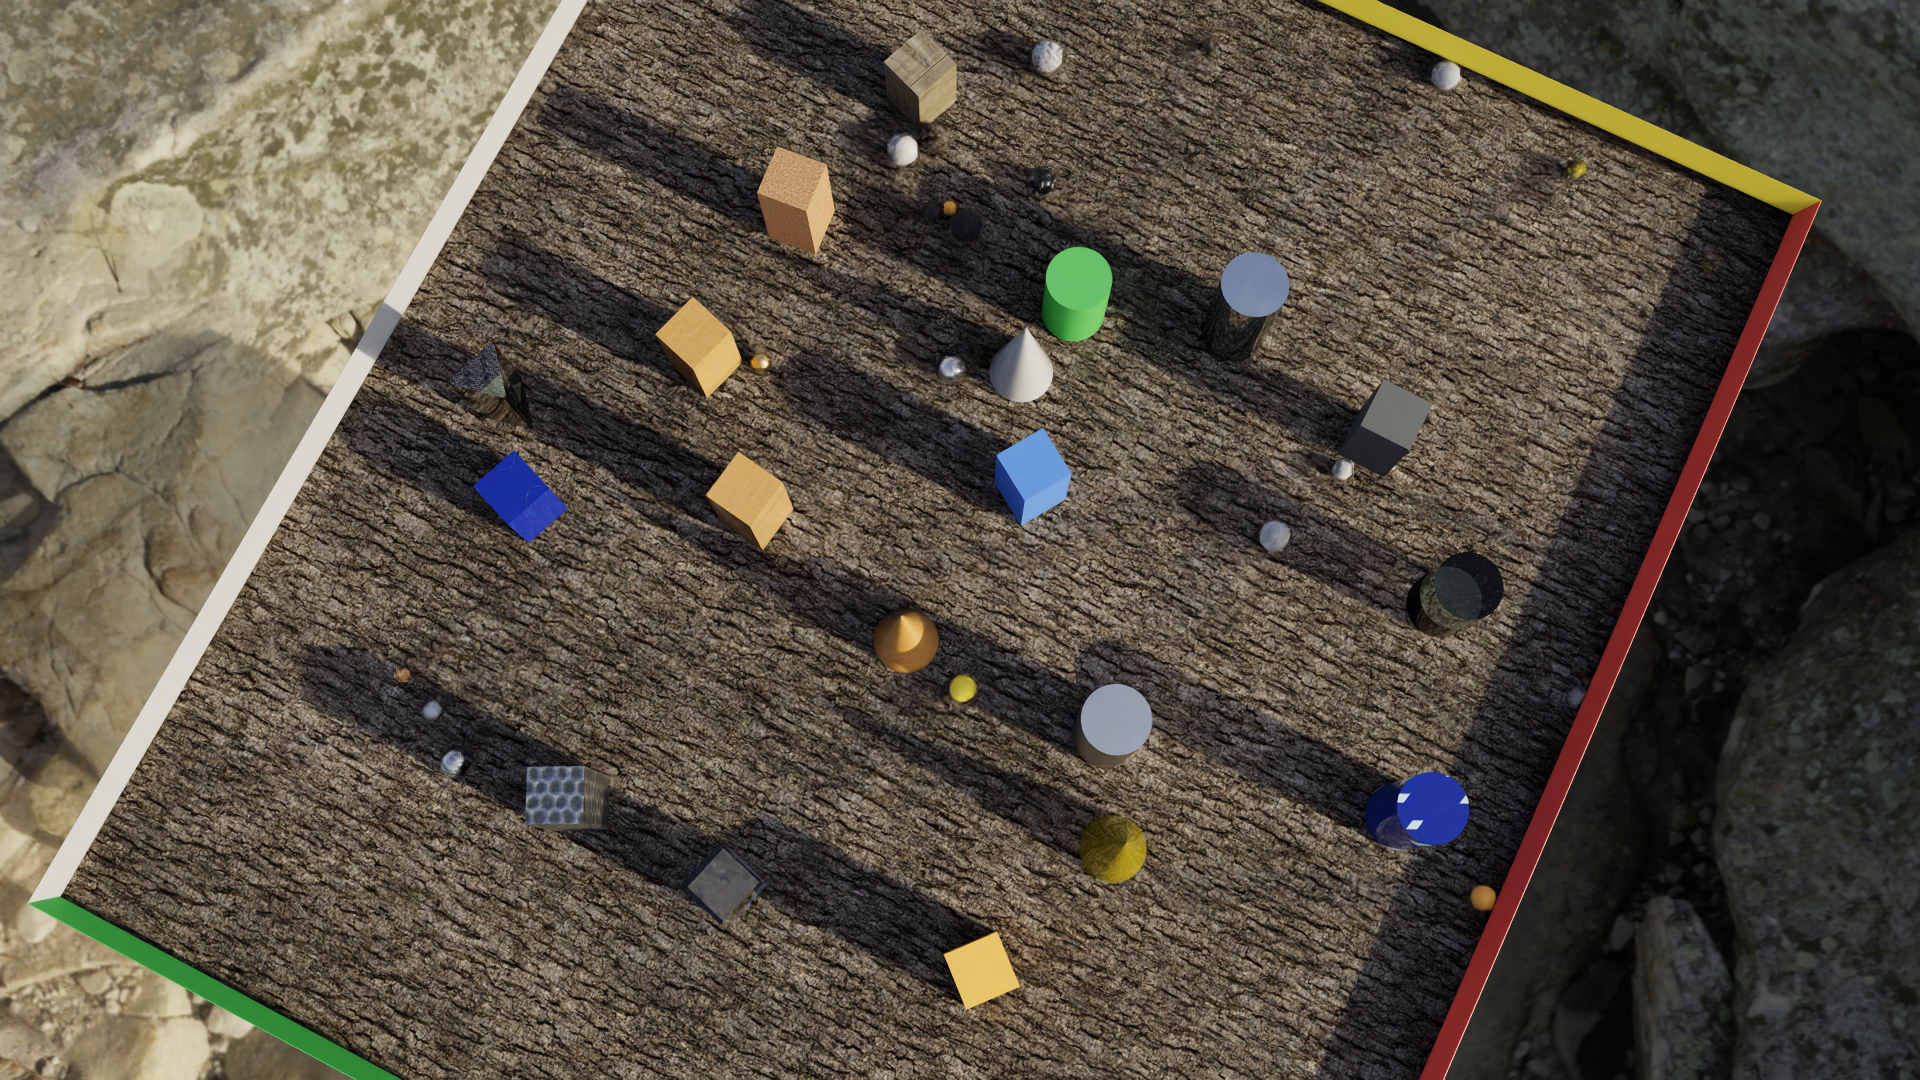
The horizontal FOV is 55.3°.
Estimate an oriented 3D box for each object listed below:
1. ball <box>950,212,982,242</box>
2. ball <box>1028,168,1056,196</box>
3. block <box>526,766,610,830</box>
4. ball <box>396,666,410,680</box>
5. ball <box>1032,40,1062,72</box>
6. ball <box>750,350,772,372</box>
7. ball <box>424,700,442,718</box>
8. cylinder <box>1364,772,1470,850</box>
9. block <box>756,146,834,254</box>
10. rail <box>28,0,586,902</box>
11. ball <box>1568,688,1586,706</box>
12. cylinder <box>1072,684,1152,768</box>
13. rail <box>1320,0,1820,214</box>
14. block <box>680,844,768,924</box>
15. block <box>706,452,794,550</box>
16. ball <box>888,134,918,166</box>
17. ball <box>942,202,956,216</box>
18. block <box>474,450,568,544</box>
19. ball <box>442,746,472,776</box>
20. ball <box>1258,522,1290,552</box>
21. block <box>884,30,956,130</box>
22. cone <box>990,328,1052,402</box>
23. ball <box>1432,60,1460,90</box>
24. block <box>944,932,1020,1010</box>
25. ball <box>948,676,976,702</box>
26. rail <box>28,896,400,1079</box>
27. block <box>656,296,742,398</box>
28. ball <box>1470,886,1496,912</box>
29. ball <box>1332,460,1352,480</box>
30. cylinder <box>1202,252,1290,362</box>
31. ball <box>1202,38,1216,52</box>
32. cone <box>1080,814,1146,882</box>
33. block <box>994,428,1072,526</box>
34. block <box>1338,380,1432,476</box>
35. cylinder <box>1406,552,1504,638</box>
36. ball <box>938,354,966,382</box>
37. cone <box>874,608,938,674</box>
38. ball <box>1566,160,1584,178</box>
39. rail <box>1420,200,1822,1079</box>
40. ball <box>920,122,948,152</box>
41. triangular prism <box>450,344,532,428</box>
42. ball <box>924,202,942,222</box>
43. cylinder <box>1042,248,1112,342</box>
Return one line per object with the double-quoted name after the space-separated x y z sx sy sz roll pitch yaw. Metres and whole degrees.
0.018 -0.986 5.771 0.097 0.097 0.097 0 78 0 "ball"
0.259 -1.134 5.807 0.086 0.086 0.086 0 78 0 "ball"
-1.125 0.746 5.271 0.159 0.375 0.159 -1 78 0 "block"
-1.675 0.402 5.513 0.040 0.040 0.040 0 78 0 "ball"
0.279 -1.553 5.887 0.099 0.099 0.099 0 78 0 "ball"
-0.621 -0.555 5.697 0.067 0.067 0.067 0 78 0 "ball"
-1.578 0.506 5.486 0.052 0.052 0.052 0 78 0 "ball"
1.302 0.780 5.245 0.199 0.412 0.199 0 78 0 "cylinder"
-0.502 -1.041 5.646 0.159 0.364 0.159 21 79 4 "block"
-1.696 -0.823 5.720 0.045 0.129 4.319 26 80 5 "rail"
1.849 0.469 5.491 0.056 0.056 0.056 0 78 0 "ball"
0.434 0.541 5.290 0.199 0.421 0.199 0 78 0 "cylinder"
0.955 -1.864 5.936 3.839 0.129 0.045 26 80 5 "rail"
-0.678 0.995 5.286 0.159 0.245 0.159 42 81 8 "block"
-0.623 -0.112 5.461 0.159 0.350 0.159 35 80 7 "block"
-0.181 -1.240 5.823 0.098 0.098 0.098 0 78 0 "ball"
-0.033 -1.051 5.811 0.045 0.045 0.045 0 78 0 "ball"
-1.317 -0.128 5.506 0.159 0.267 0.159 -43 81 -8 "block"
-1.495 0.654 5.437 0.086 0.086 0.086 0 78 0 "ball"
0.955 -0.010 5.572 0.091 0.091 0.091 0 78 0 "ball"
-0.123 -1.448 5.785 0.159 0.256 0.159 -43 81 -8 "block"
0.192 -0.570 5.510 0.199 0.439 0.199 0 78 0 "cone"
1.558 -1.492 5.879 0.090 0.090 0.090 0 78 0 "ball"
0.060 1.217 5.198 0.159 0.327 0.159 -22 79 -4 "block"
0.006 0.445 5.483 0.080 0.080 0.080 0 78 0 "ball"
-0.955 1.878 5.161 3.839 0.129 0.045 26 80 5 "rail"
-0.792 -0.584 5.583 0.159 0.303 0.159 42 81 8 "block"
1.532 1.049 5.361 0.075 0.075 0.075 0 78 0 "ball"
1.174 -0.215 5.629 0.062 0.062 0.062 0 78 0 "ball"
0.858 -0.699 5.540 0.199 0.433 0.199 0 78 0 "cylinder"
0.803 -1.600 5.925 0.045 0.045 0.045 0 78 0 "ball"
0.453 0.868 5.205 0.199 0.454 0.199 0 78 0 "cone"
0.214 -0.185 5.481 0.159 0.340 0.159 -30 80 -6 "block"
1.276 -0.333 5.517 0.159 0.331 0.159 28 80 5 "block"
1.457 0.165 5.410 0.199 0.337 0.199 0 78 0 "cylinder"
-0.025 -0.532 5.681 0.090 0.090 0.090 0 78 0 "ball"
-0.164 0.257 5.325 0.199 0.467 0.199 0 78 0 "cone"
1.958 -1.179 5.832 0.056 0.056 0.056 0 78 0 "ball"
1.696 0.837 5.376 0.045 0.129 4.319 26 80 5 "rail"
-0.082 -1.282 5.835 0.092 0.092 0.092 0 78 0 "ball"
-1.392 -0.474 5.536 0.172 0.350 0.149 15 79 3 "triangular prism"
-0.084 -1.038 5.801 0.061 0.061 0.061 0 78 0 "ball"
0.356 -0.750 5.617 0.199 0.303 0.199 0 78 0 "cylinder"
